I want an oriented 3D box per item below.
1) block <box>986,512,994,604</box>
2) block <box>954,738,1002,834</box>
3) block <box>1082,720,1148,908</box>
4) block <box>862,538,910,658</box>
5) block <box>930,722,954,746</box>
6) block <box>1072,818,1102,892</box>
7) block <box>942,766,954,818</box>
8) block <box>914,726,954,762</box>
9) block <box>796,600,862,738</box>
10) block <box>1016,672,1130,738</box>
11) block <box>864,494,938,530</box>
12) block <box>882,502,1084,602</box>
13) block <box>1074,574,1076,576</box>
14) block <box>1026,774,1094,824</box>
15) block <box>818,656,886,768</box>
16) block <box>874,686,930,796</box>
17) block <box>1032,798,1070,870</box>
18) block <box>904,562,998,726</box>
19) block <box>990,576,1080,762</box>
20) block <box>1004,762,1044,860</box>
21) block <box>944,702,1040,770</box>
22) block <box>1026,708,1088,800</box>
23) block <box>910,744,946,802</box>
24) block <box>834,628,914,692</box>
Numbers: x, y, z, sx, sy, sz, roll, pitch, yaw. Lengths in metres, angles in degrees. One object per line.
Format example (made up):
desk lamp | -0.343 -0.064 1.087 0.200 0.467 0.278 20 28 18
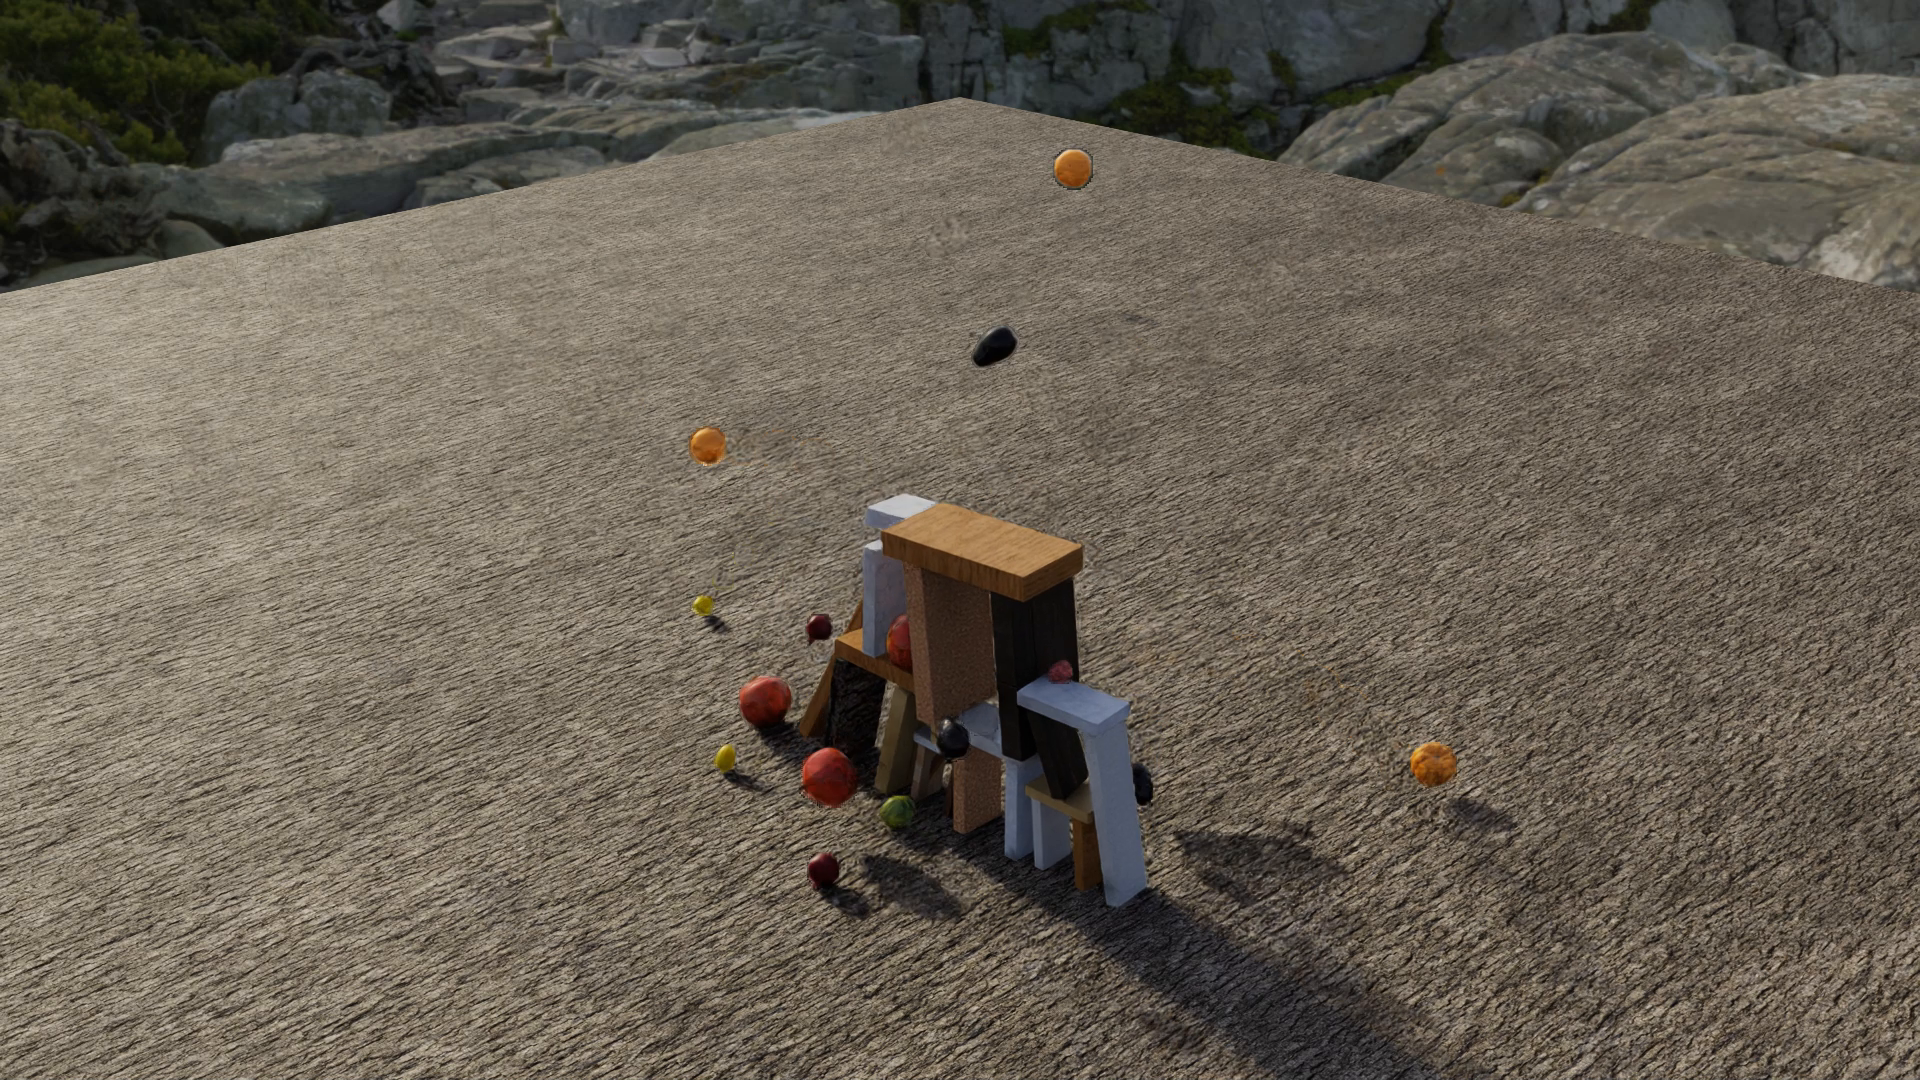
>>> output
block | 0.065 0.039 4.513 0.024 0.171 0.085 -18 -9 -45
block | 0.035 0.470 4.378 0.030 0.213 0.107 22 32 39
block | 0.290 0.497 4.114 0.027 0.373 0.096 6 21 40
block | -0.142 0.108 4.432 0.034 0.238 0.119 22 31 37
block | -0.028 0.251 4.362 0.085 0.313 0.024 -23 28 -40
block | 0.252 0.581 4.181 0.022 0.158 0.079 21 35 41
block | 0.006 0.490 4.429 0.069 0.138 0.020 -22 47 -41
block | -0.022 0.408 4.420 0.069 0.020 0.138 -21 31 -39
block | -0.186 0.192 4.629 0.119 0.537 0.034 -1 35 -48
block | 0.208 0.302 4.059 0.192 0.027 0.096 20 34 37
block | -0.100 -0.049 4.486 0.119 0.034 0.238 16 12 14
block | 0.040 0.019 4.129 0.349 0.049 0.175 18 31 38
block | 0.182 0.116 4.706 0.171 0.024 0.085 -51 17 -27
block | 0.209 0.485 4.176 0.158 0.022 0.079 21 35 40
block | -0.220 0.342 4.617 0.037 0.262 0.131 33 37 32
block | -0.096 0.391 4.503 0.131 0.262 0.037 -22 46 -41
block | 0.177 0.552 4.250 0.022 0.158 0.079 21 35 41
block | -0.018 0.168 4.292 0.175 0.349 0.049 -24 29 -40
block | 0.146 0.224 4.154 0.049 0.349 0.175 15 28 42
block | 0.136 0.509 4.286 0.030 0.213 0.107 22 32 39
block | 0.083 0.378 4.281 0.213 0.030 0.107 21 32 40
block | 0.185 0.382 4.146 0.027 0.192 0.096 -4 21 38
block | -0.062 0.463 4.491 0.069 0.138 0.020 -22 43 -41
block | -0.119 0.239 4.477 0.131 0.037 0.262 -21 31 -40
